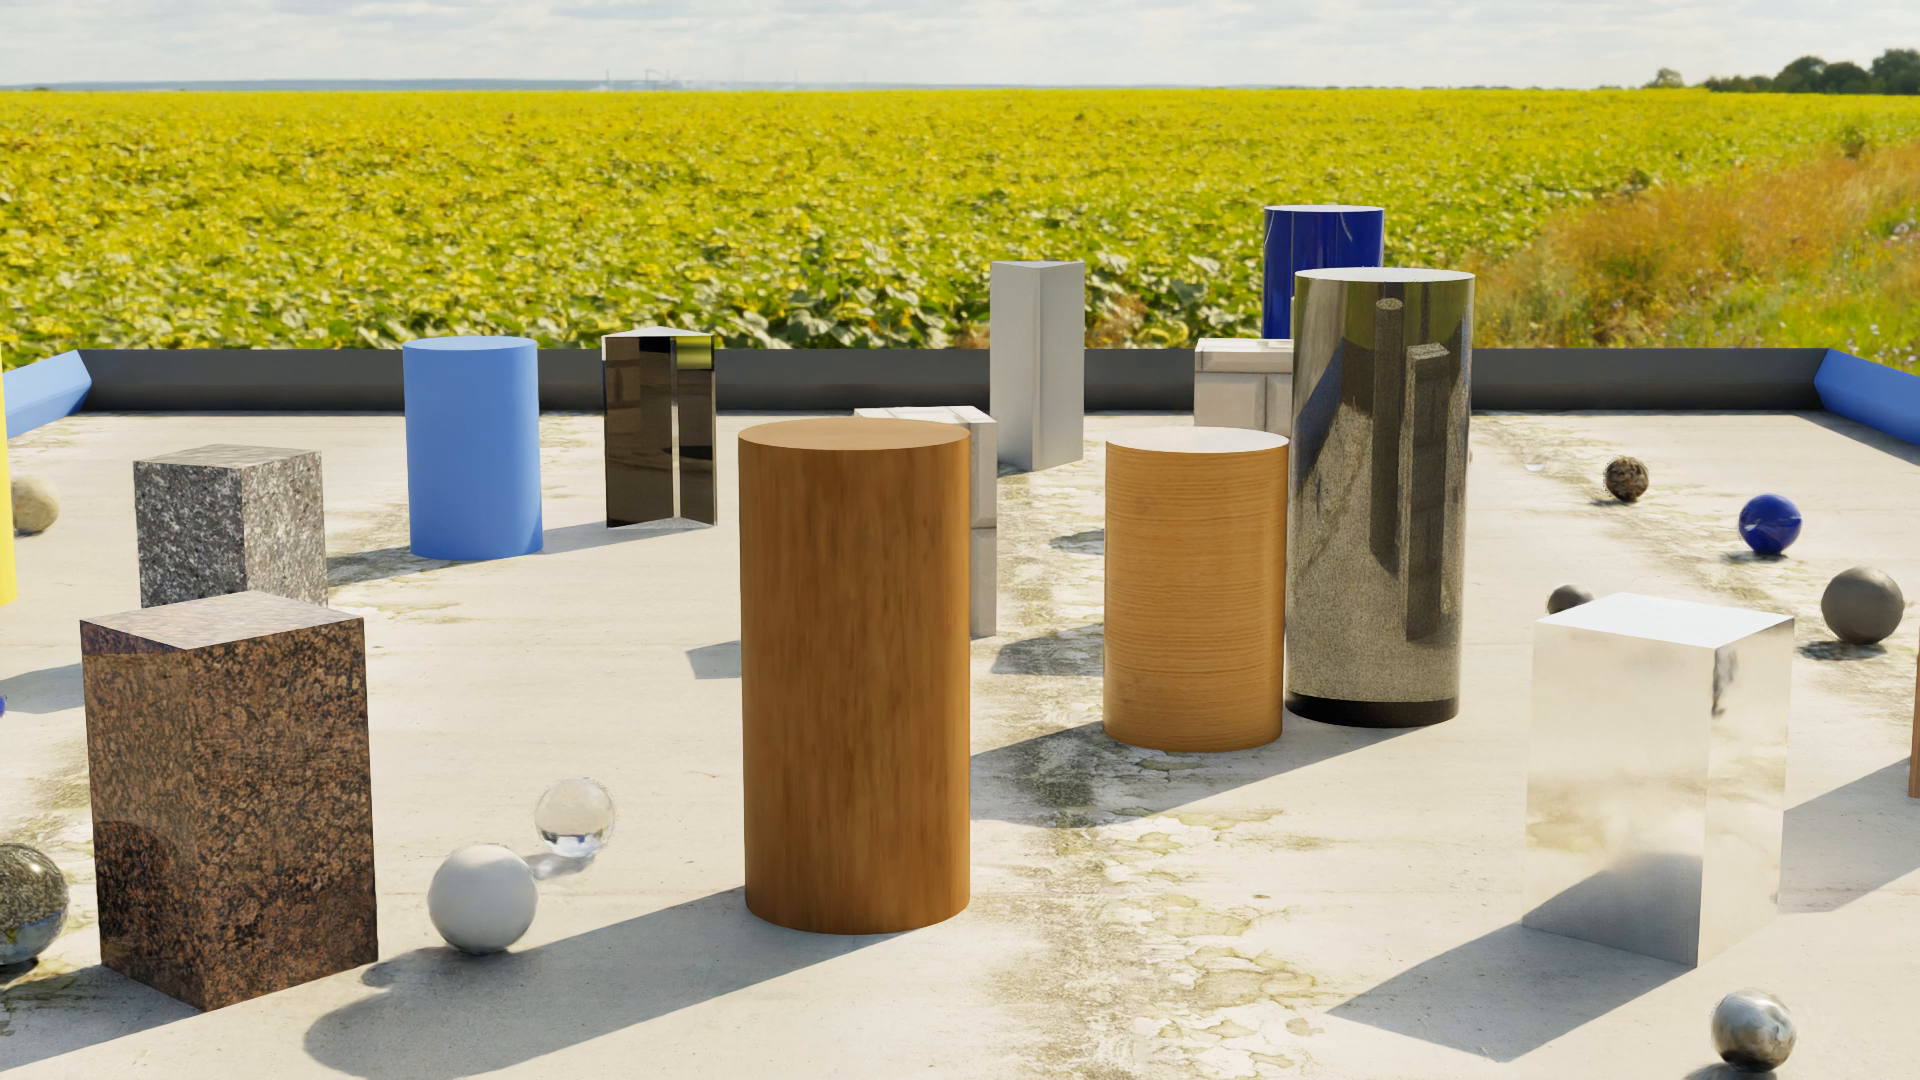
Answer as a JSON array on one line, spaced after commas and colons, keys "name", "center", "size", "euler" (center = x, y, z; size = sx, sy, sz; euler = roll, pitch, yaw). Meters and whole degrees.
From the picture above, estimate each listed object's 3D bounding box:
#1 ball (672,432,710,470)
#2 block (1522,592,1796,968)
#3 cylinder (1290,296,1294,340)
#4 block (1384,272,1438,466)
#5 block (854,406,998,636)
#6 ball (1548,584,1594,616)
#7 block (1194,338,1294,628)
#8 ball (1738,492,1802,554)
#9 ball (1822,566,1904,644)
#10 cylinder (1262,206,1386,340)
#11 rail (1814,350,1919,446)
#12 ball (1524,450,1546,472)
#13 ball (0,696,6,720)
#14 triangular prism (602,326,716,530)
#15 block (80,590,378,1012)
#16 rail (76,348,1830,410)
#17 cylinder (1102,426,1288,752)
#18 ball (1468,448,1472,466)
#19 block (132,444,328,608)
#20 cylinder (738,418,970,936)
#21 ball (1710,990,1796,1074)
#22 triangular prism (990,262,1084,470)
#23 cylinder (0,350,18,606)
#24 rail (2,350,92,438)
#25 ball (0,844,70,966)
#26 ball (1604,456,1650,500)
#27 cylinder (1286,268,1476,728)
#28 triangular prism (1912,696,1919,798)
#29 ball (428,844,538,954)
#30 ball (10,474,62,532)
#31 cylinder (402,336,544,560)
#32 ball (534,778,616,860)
[{"name": "ball", "center": [-0.491, -0.161, 4.670], "size": [0.070, 0.070, 0.070], "euler": [0, 10, 0]}, {"name": "block", "center": [0.594, 0.198, 2.185], "size": [0.160, 0.268, 0.160], "euler": [9, 14, 40]}, {"name": "cylinder", "center": [0.611, -0.189, 3.994], "size": [0.200, 0.371, 0.200], "euler": [0, 10, 0]}, {"name": "block", "center": [0.764, -0.315, 4.742], "size": [0.160, 0.347, 0.160], "euler": [-7, 13, -34]}, {"name": "block", "center": [-0.046, -0.025, 3.359], "size": [0.160, 0.279, 0.160], "euler": [-2, 11, -11]}, {"name": "ball", "center": [0.798, 0.088, 3.346], "size": [0.062, 0.062, 0.062], "euler": [0, 10, 0]}, {"name": "block", "center": [0.393, -0.079, 3.421], "size": [0.160, 0.362, 0.160], "euler": [1, 11, 7]}, {"name": "ball", "center": [1.223, -0.025, 3.873], "size": [0.093, 0.093, 0.093], "euler": [0, 10, 0]}, {"name": "ball", "center": [1.149, 0.084, 3.265], "size": [0.100, 0.100, 0.100], "euler": [0, 10, 0]}, {"name": "cylinder", "center": [0.602, -0.306, 4.286], "size": [0.200, 0.494, 0.200], "euler": [0, 10, 0]}, {"name": "rail", "center": [1.849, 0.031, 3.459], "size": [0.045, 0.130, 4.148], "euler": [0, 10, 0]}, {"name": "ball", "center": [1.043, -0.143, 4.654], "size": [0.041, 0.041, 0.041], "euler": [0, 10, 0]}, {"name": "ball", "center": [-1.087, 0.187, 2.859], "size": [0.043, 0.043, 0.043], "euler": [0, 10, 0]}, {"name": "triangular prism", "center": [-0.484, -0.184, 4.140], "size": [0.173, 0.308, 0.150], "euler": [-1, 11, -7]}, {"name": "block", "center": [-0.592, 0.205, 2.083], "size": [0.160, 0.290, 0.160], "euler": [9, 14, 42]}, {"name": "rail", "center": [-0.012, -0.339, 5.465], "size": [3.745, 0.130, 0.045], "euler": [0, 10, 0]}, {"name": "cylinder", "center": [0.258, 0.050, 2.823], "size": [0.200, 0.326, 0.200], "euler": [0, 10, 0]}, {"name": "ball", "center": [0.902, -0.153, 4.661], "size": [0.057, 0.057, 0.057], "euler": [0, 10, 0]}, {"name": "block", "center": [-0.902, 0.020, 3.187], "size": [0.160, 0.253, 0.160], "euler": [4, 11, 22]}, {"name": "cylinder", "center": [-0.090, 0.113, 2.238], "size": [0.200, 0.416, 0.200], "euler": [0, 10, 0]}, {"name": "ball", "center": [0.581, 0.360, 1.879], "size": [0.061, 0.061, 0.061], "euler": [0, 10, 0]}, {"name": "triangular prism", "center": [0.121, -0.327, 4.746], "size": [0.150, 0.369, 0.173], "euler": [7, 12, 32]}, {"name": "cylinder", "center": [-1.404, -0.105, 3.500], "size": [0.200, 0.385, 0.200], "euler": [0, 10, 0]}, {"name": "rail", "center": [-1.849, 0.035, 3.438], "size": [0.045, 0.130, 4.148], "euler": [0, 10, 0]}, {"name": "ball", "center": [-0.782, 0.299, 2.104], "size": [0.098, 0.098, 0.098], "euler": [0, 10, 0]}, {"name": "ball", "center": [1.133, -0.105, 4.357], "size": [0.074, 0.074, 0.074], "euler": [0, 10, 0]}, {"name": "cylinder", "center": [0.474, -0.052, 2.909], "size": [0.200, 0.497, 0.200], "euler": [0, 10, 0]}, {"name": "triangular prism", "center": [1.033, 0.003, 2.628], "size": [0.173, 0.491, 0.150], "euler": [-2, 11, -9]}, {"name": "ball", "center": [-0.396, 0.298, 2.130], "size": [0.091, 0.091, 0.091], "euler": [0, 10, 0]}, {"name": "ball", "center": [-1.468, -0.058, 4.052], "size": [0.092, 0.092, 0.092], "euler": [0, 10, 0]}, {"name": "cylinder", "center": [-0.739, -0.142, 3.894], "size": [0.200, 0.315, 0.200], "euler": [0, 10, 0]}, {"name": "ball", "center": [-0.358, 0.259, 2.385], "size": [0.075, 0.075, 0.075], "euler": [0, 10, 0]}]
